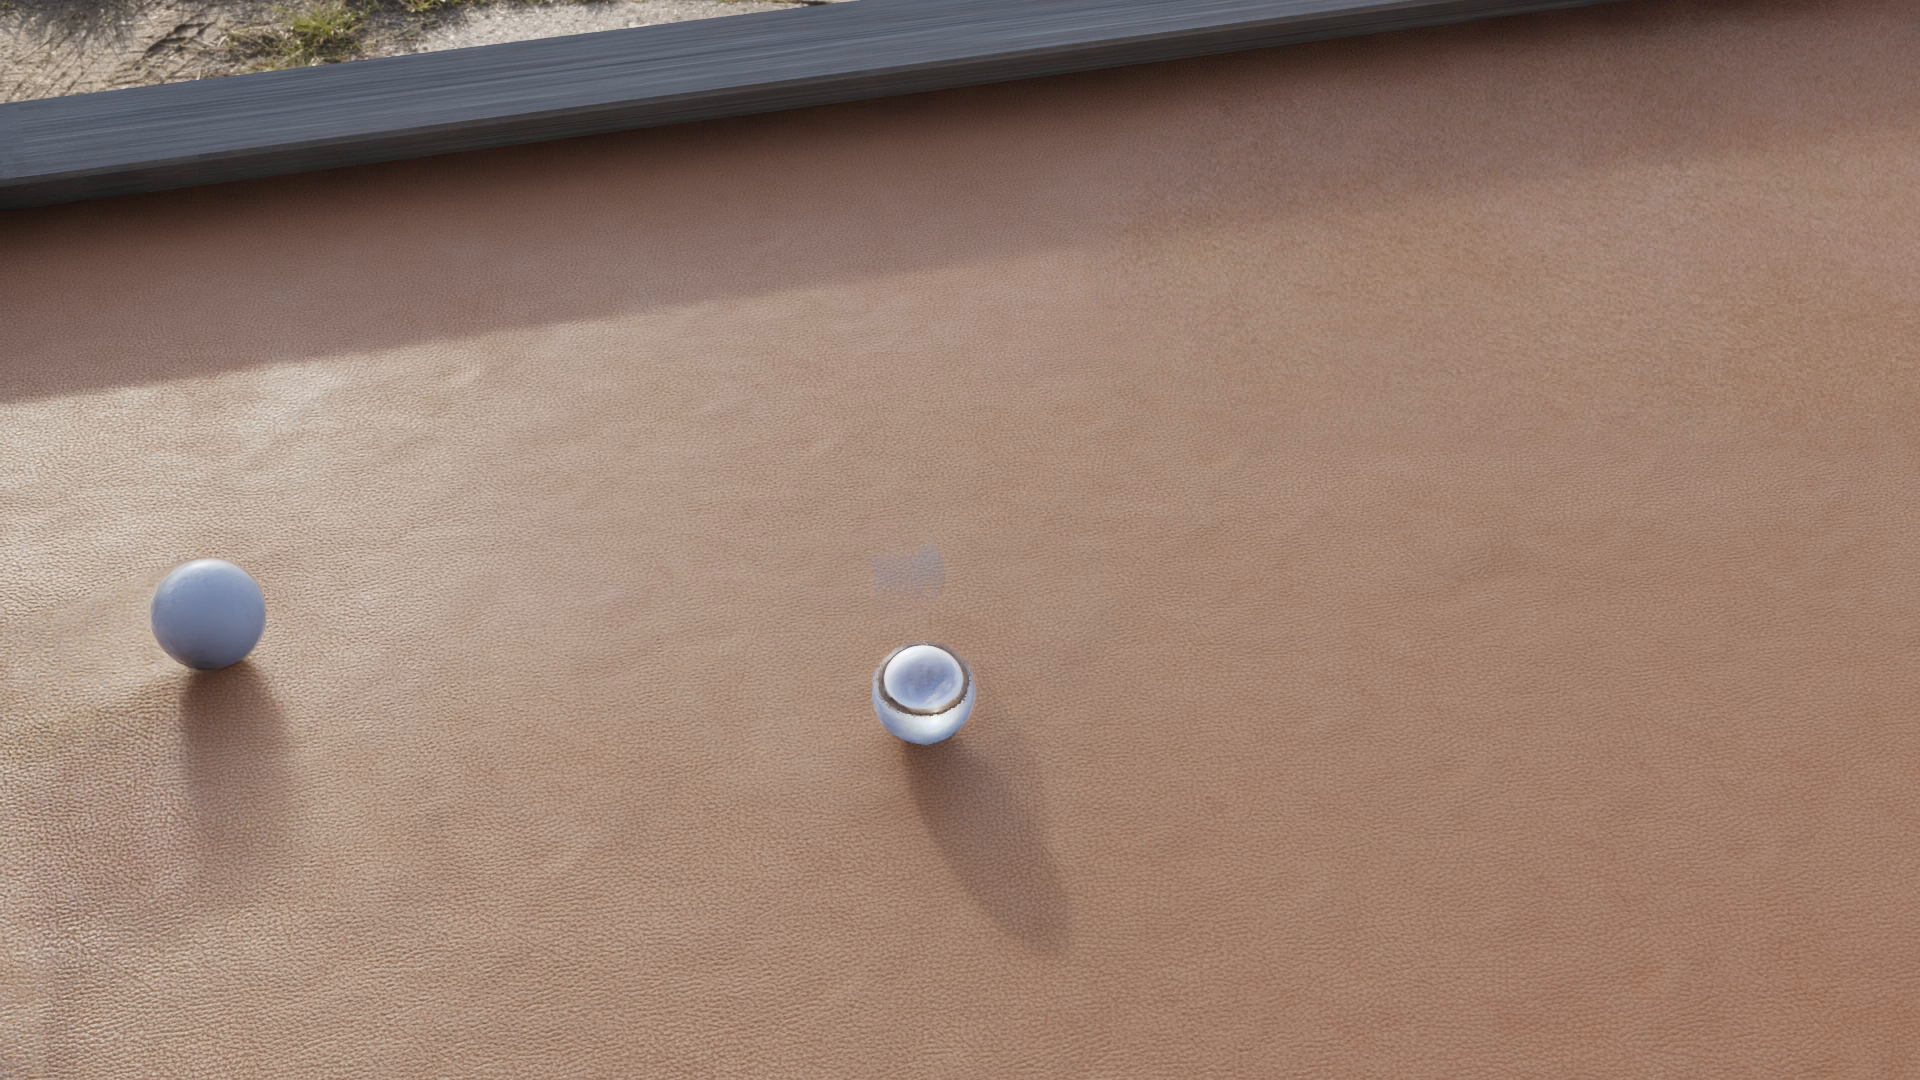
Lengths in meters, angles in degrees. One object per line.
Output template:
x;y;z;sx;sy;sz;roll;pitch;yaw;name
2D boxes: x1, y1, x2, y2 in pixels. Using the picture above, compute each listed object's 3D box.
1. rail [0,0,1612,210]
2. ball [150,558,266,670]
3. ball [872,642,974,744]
0.450;-0.487;2.249;2.650;0.088;0.045;-10;37;-13;rail
-0.448;0.044;1.528;0.066;0.066;0.066;0;36;0;ball
-0.021;0.088;1.474;0.059;0.059;0.059;0;36;0;ball
